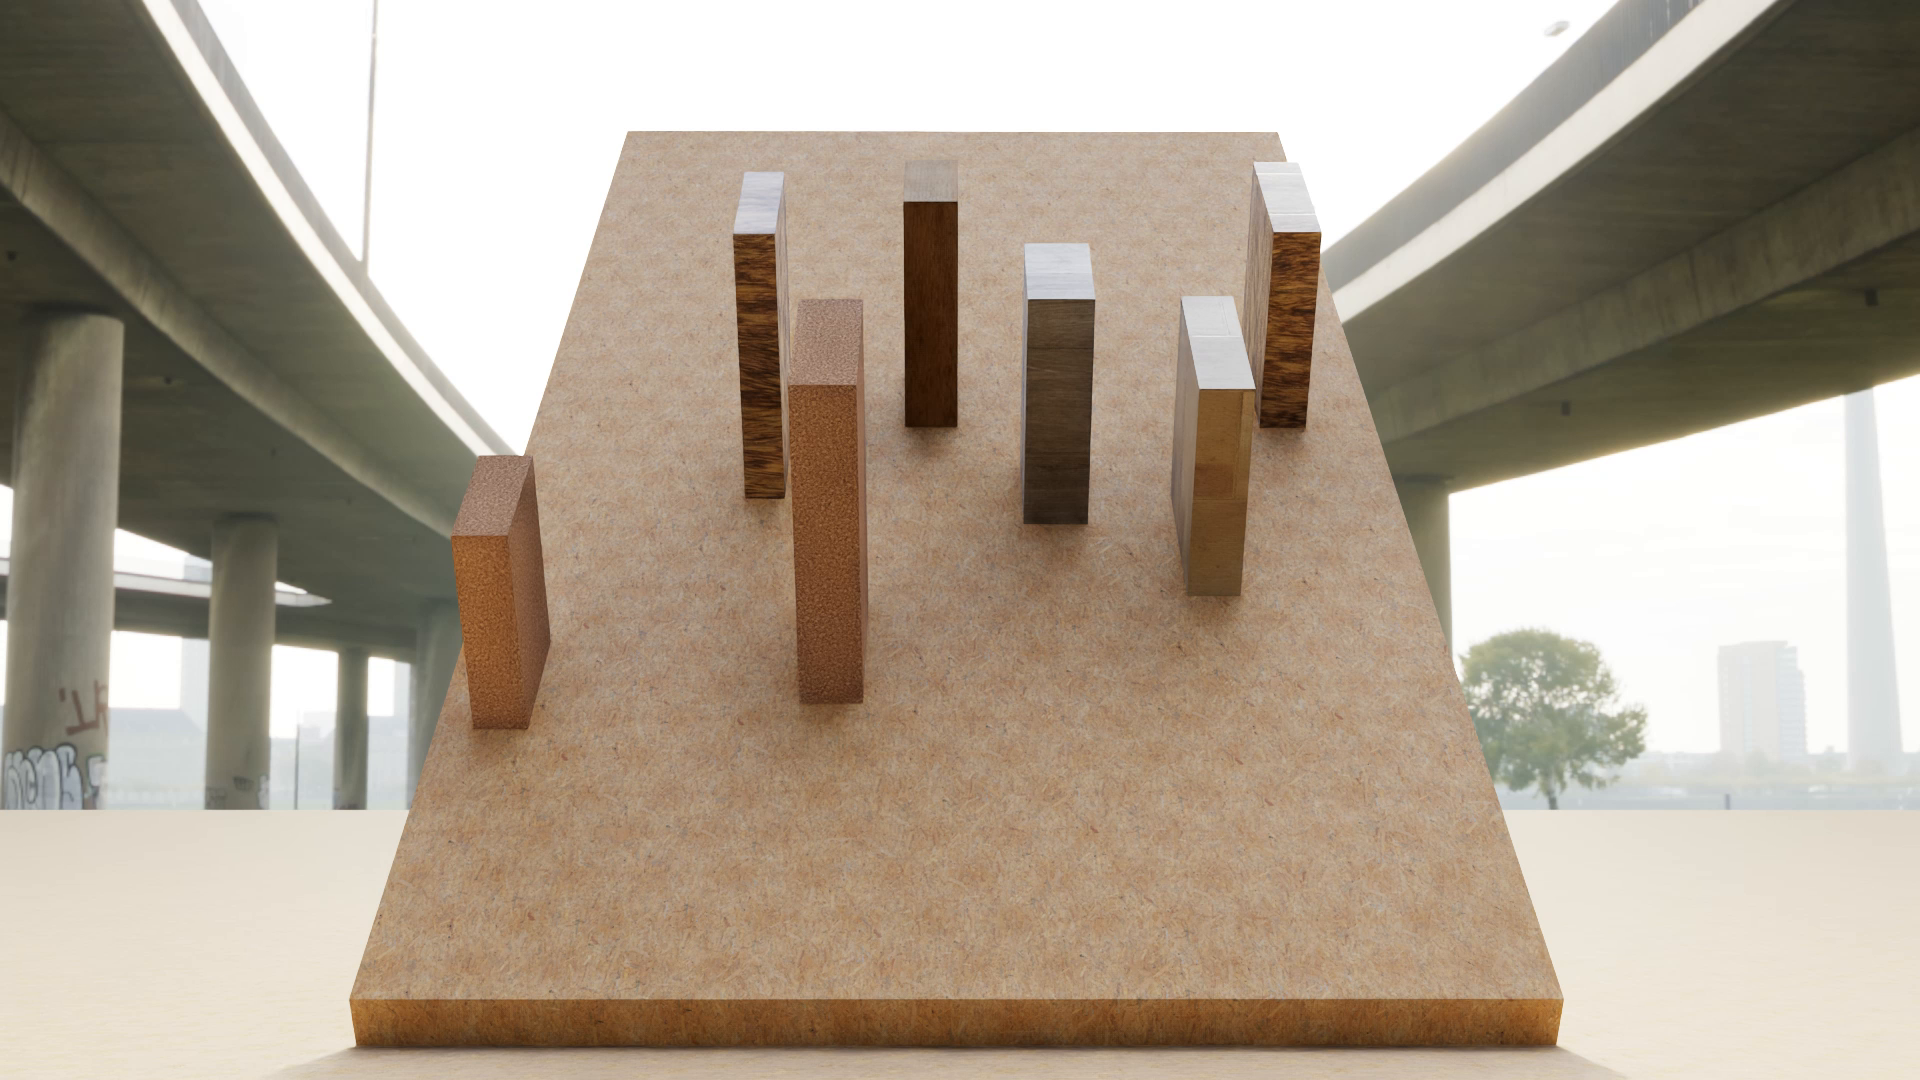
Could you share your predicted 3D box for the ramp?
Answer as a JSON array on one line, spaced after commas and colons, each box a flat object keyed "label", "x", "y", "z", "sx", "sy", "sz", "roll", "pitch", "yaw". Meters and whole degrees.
[{"label": "ramp", "x": -0.013, "y": -0.208, "z": 5.734, "sx": 2.000, "sy": 0.100, "sz": 4.000, "roll": 0, "pitch": 30, "yaw": 0}]

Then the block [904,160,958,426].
[{"label": "block", "x": -0.068, "y": -0.579, "z": 5.704, "sx": 0.124, "sy": 0.573, "sz": 0.254, "roll": 0, "pitch": 30, "yaw": 0}]

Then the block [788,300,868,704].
[{"label": "block", "x": -0.251, "y": -0.074, "z": 4.713, "sx": 0.124, "sy": 0.695, "sz": 0.372, "roll": 0, "pitch": 30, "yaw": 0}]

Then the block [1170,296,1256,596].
[{"label": "block", "x": 0.533, "y": -0.204, "z": 5.148, "sx": 0.112, "sy": 0.486, "sz": 0.445, "roll": 0, "pitch": 30, "yaw": 0}]

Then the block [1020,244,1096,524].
[{"label": "block", "x": 0.211, "y": -0.344, "z": 5.329, "sx": 0.142, "sy": 0.544, "sz": 0.294, "roll": 0, "pitch": 30, "yaw": 0}]

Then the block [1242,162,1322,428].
[{"label": "block", "x": 0.765, "y": -0.591, "z": 5.798, "sx": 0.110, "sy": 0.502, "sz": 0.430, "roll": 0, "pitch": 30, "yaw": 0}]

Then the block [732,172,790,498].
[{"label": "block", "x": -0.438, "y": -0.458, "z": 5.425, "sx": 0.088, "sy": 0.641, "sz": 0.353, "roll": 0, "pitch": 30, "yaw": 0}]

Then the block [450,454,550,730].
[{"label": "block", "x": -0.882, "y": 0.099, "z": 4.674, "sx": 0.104, "sy": 0.431, "sz": 0.312, "roll": 0, "pitch": 30, "yaw": 0}]
